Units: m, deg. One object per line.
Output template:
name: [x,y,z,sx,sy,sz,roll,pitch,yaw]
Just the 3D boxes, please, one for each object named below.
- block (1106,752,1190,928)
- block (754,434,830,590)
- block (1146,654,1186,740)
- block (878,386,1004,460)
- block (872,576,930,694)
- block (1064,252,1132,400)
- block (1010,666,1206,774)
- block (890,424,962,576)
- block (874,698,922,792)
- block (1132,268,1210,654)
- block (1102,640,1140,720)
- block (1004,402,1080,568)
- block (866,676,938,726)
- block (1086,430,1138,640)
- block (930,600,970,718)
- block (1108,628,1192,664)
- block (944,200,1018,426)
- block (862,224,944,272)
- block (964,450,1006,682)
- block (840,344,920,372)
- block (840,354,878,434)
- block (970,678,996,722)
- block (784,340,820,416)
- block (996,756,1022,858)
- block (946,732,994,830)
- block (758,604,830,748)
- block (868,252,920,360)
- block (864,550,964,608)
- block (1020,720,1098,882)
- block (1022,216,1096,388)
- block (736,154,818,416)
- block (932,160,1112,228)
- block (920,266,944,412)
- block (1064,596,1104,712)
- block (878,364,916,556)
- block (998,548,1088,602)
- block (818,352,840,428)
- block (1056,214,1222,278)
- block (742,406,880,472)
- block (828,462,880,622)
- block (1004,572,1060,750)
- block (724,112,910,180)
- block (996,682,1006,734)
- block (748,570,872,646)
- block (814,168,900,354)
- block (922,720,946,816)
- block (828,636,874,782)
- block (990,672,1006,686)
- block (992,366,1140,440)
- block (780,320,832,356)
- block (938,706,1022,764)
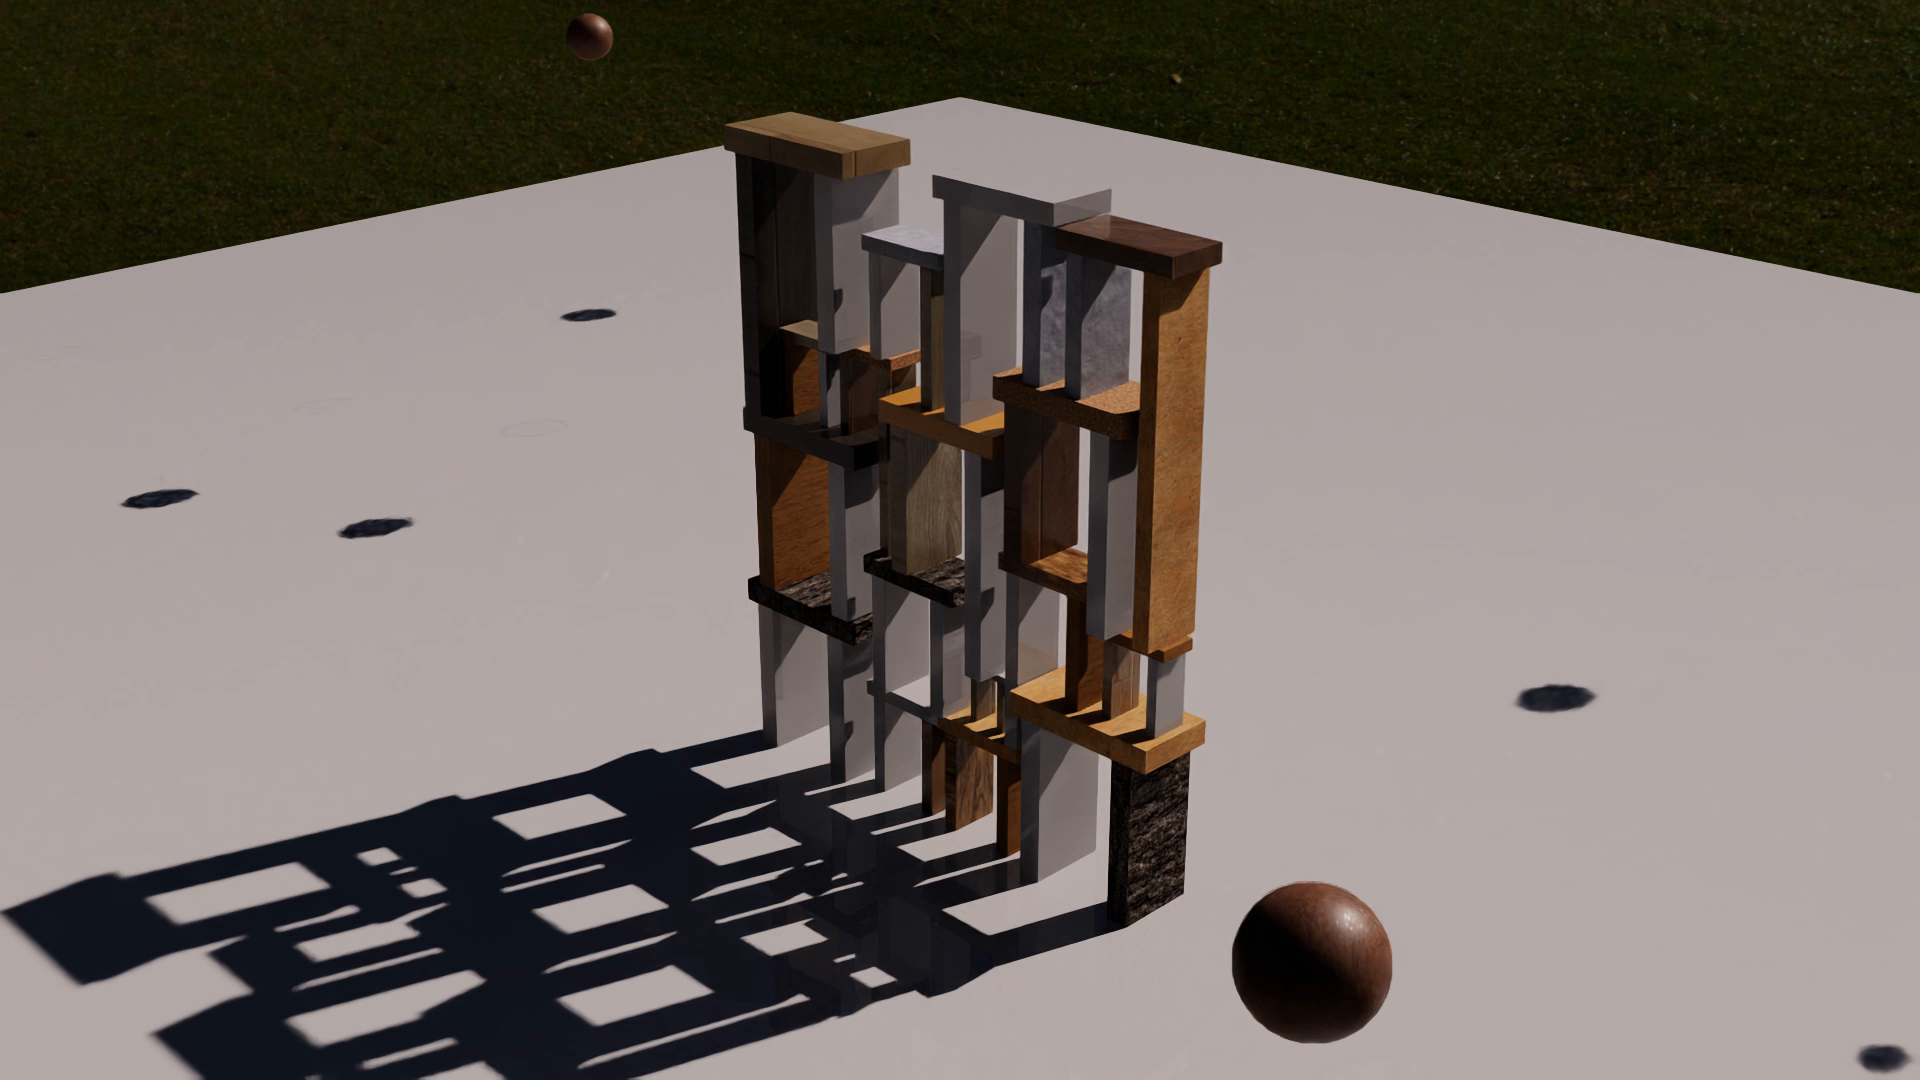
block: [0.349,0.534,4.073,0.047,0.335,0.167,21,31,41]
block: [-0.342,-0.080,4.570,0.047,0.335,0.167,21,31,40]
block: [0.369,0.271,3.943,0.078,0.157,0.022,-21,31,-41]
block: [0.006,-0.227,4.125,0.151,0.043,0.301,-21,31,-40]
block: [-0.118,0.172,4.421,0.035,0.251,0.123,21,31,41]
block: [0.239,-0.382,3.797,0.036,0.257,0.128,21,31,41]
block: [0.270,0.327,4.071,0.335,0.047,0.167,21,31,41]
block: [-0.064,-0.097,4.258,0.043,0.301,0.151,21,31,41]
block: [-0.128,0.404,4.540,0.030,0.210,0.105,21,31,41]
block: [0.360,-0.138,3.771,0.036,0.686,0.128,21,31,40]
block: [0.295,0.242,4.010,0.078,0.157,0.022,-21,31,-40]
block: [0.149,-0.118,4.009,0.044,0.308,0.154,21,31,41]
block: [-0.079,0.313,4.447,0.210,0.030,0.105,21,31,41]
block: [0.294,-0.026,3.891,0.154,0.386,0.044,-21,31,-40]
block: [-0.002,0.216,4.313,0.123,0.247,0.035,-21,31,-40]
block: [0.331,0.174,3.942,0.078,0.022,0.157,-21,31,-40]
block: [0.038,-0.425,4.007,0.147,0.415,0.042,-21,31,-40]
block: [-0.075,-0.543,4.076,0.103,0.029,0.206,-21,31,-40]
block: [0.077,0.033,4.158,0.151,0.461,0.043,-21,31,-40]
block: [-0.160,-0.364,4.250,0.161,0.023,0.081,21,31,40]
block: [-0.198,-0.295,4.321,0.081,0.161,0.023,-21,31,-40]
block: [0.045,0.297,4.301,0.054,0.107,0.015,-21,31,-41]
block: [-0.314,-0.335,4.424,0.077,0.155,0.022,-21,31,-40]
block: [0.120,0.503,4.302,0.030,0.213,0.107,21,31,41]
block: [0.019,0.464,4.394,0.030,0.213,0.107,21,31,41]
block: [-0.350,0.266,4.717,0.046,0.325,0.162,21,31,41]
block: [-0.124,-0.453,4.166,0.029,0.206,0.103,21,31,40]
block: [-0.060,0.063,4.312,0.247,0.035,0.123,21,31,41]
block: [0.192,0.472,4.219,0.047,0.335,0.167,21,31,41]
block: [0.176,-0.428,3.856,0.042,0.293,0.147,21,31,41]
block: [-0.356,-0.521,4.386,0.172,0.528,0.049,-21,31,-40]
block: [0.107,-0.608,3.854,0.147,0.042,0.293,-21,31,-40]
block: [-0.027,-0.384,4.090,0.103,0.274,0.029,-21,31,-40]
block: [0.244,0.193,4.040,0.113,0.225,0.032,-21,31,-41]
block: [-0.121,-0.160,4.296,0.023,0.389,0.081,21,31,41]
block: [0.190,0.054,4.038,0.113,0.032,0.225,-21,31,-40]
block: [-0.242,-0.306,4.356,0.077,0.155,0.022,-21,31,-40]
block: [0.298,-0.493,3.684,0.128,0.036,0.256,-22,31,-40]
block: [-0.264,-0.225,4.423,0.167,0.047,0.335,-21,31,-41]
block: [-0.184,-0.018,4.425,0.047,0.335,0.167,21,31,40]
block: [0.137,0.215,4.165,0.112,0.364,0.032,-21,31,-40]
block: [-0.275,-0.755,4.199,0.172,0.049,0.344,-21,31,-40]
block: [0.096,0.316,4.255,0.015,0.107,0.054,21,31,41]
block: [-0.273,0.125,4.574,0.325,0.046,0.162,21,31,41]
block: [-0.194,-0.542,4.200,0.172,0.344,0.049,-21,31,-40]
block: [-0.029,0.443,4.449,0.030,0.210,0.105,21,31,41]
block: [-0.197,0.326,4.576,0.162,0.325,0.046,-21,31,-41]
block: [0.070,0.250,4.254,0.054,0.015,0.107,-21,31,-40]
block: [0.221,-0.252,3.874,0.308,0.044,0.154,21,31,41]
block: [-0.278,-0.402,4.355,0.155,0.022,0.077,21,31,40]
block: [0.069,0.372,4.300,0.213,0.030,0.107,21,31,41]
